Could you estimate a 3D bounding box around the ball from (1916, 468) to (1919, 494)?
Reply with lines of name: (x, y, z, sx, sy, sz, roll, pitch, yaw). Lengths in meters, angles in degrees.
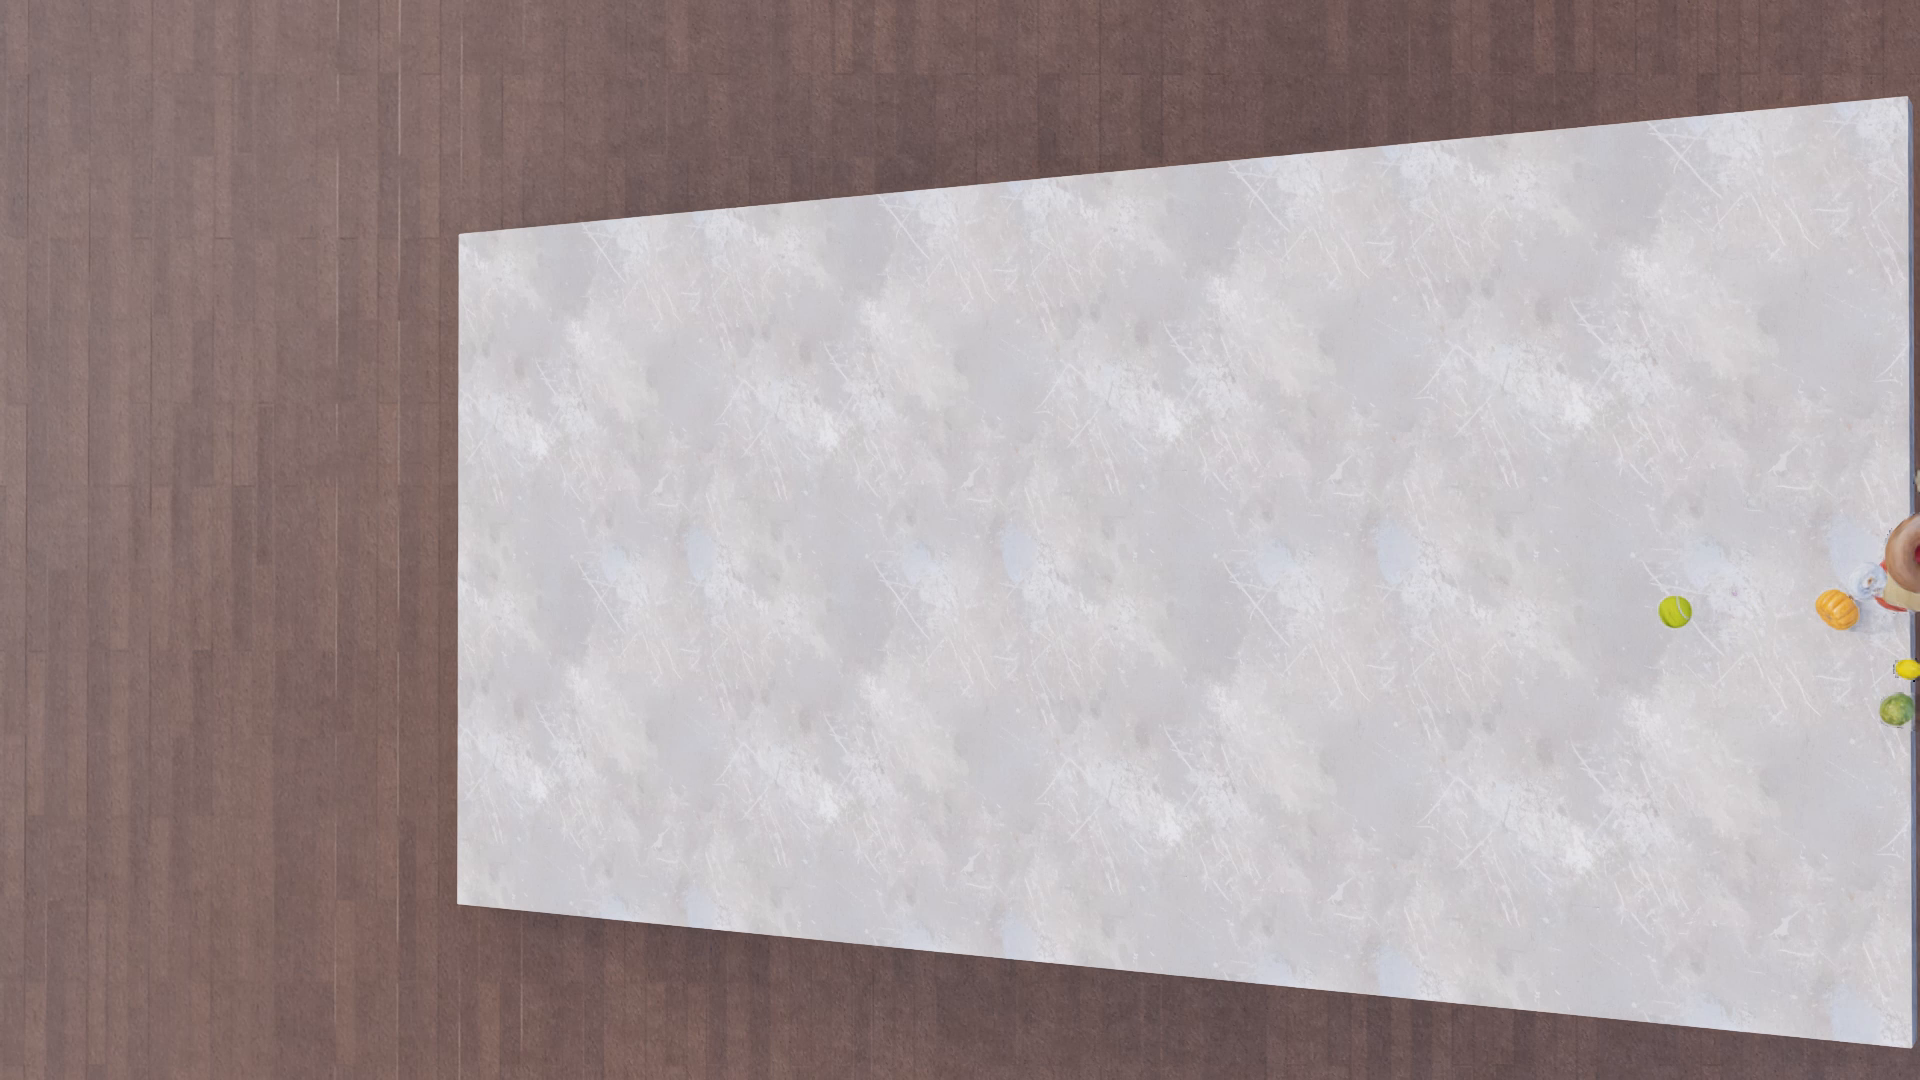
ball: (1.663, -0.101, 3.700, 0.100, 0.100, 0.100, 0, 89, 0)

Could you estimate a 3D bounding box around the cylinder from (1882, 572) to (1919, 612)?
cylinder: (1.848, 0.094, 4.257, 0.084, 0.084, 0.084, -8, 106, -31)

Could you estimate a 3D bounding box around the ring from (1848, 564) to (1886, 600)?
ring: (1.718, 0.080, 4.163, 0.077, 0.026, 0.077, -5, 113, -11)

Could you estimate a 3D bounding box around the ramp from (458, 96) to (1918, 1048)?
ramp: (0.273, 0.076, 5.637, 4.000, 0.100, 2.000, 0, 89, 29)

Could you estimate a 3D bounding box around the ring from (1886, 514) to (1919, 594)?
ring: (1.518, 0.021, 3.452, 0.131, 0.044, 0.131, 0, 102, -2)
